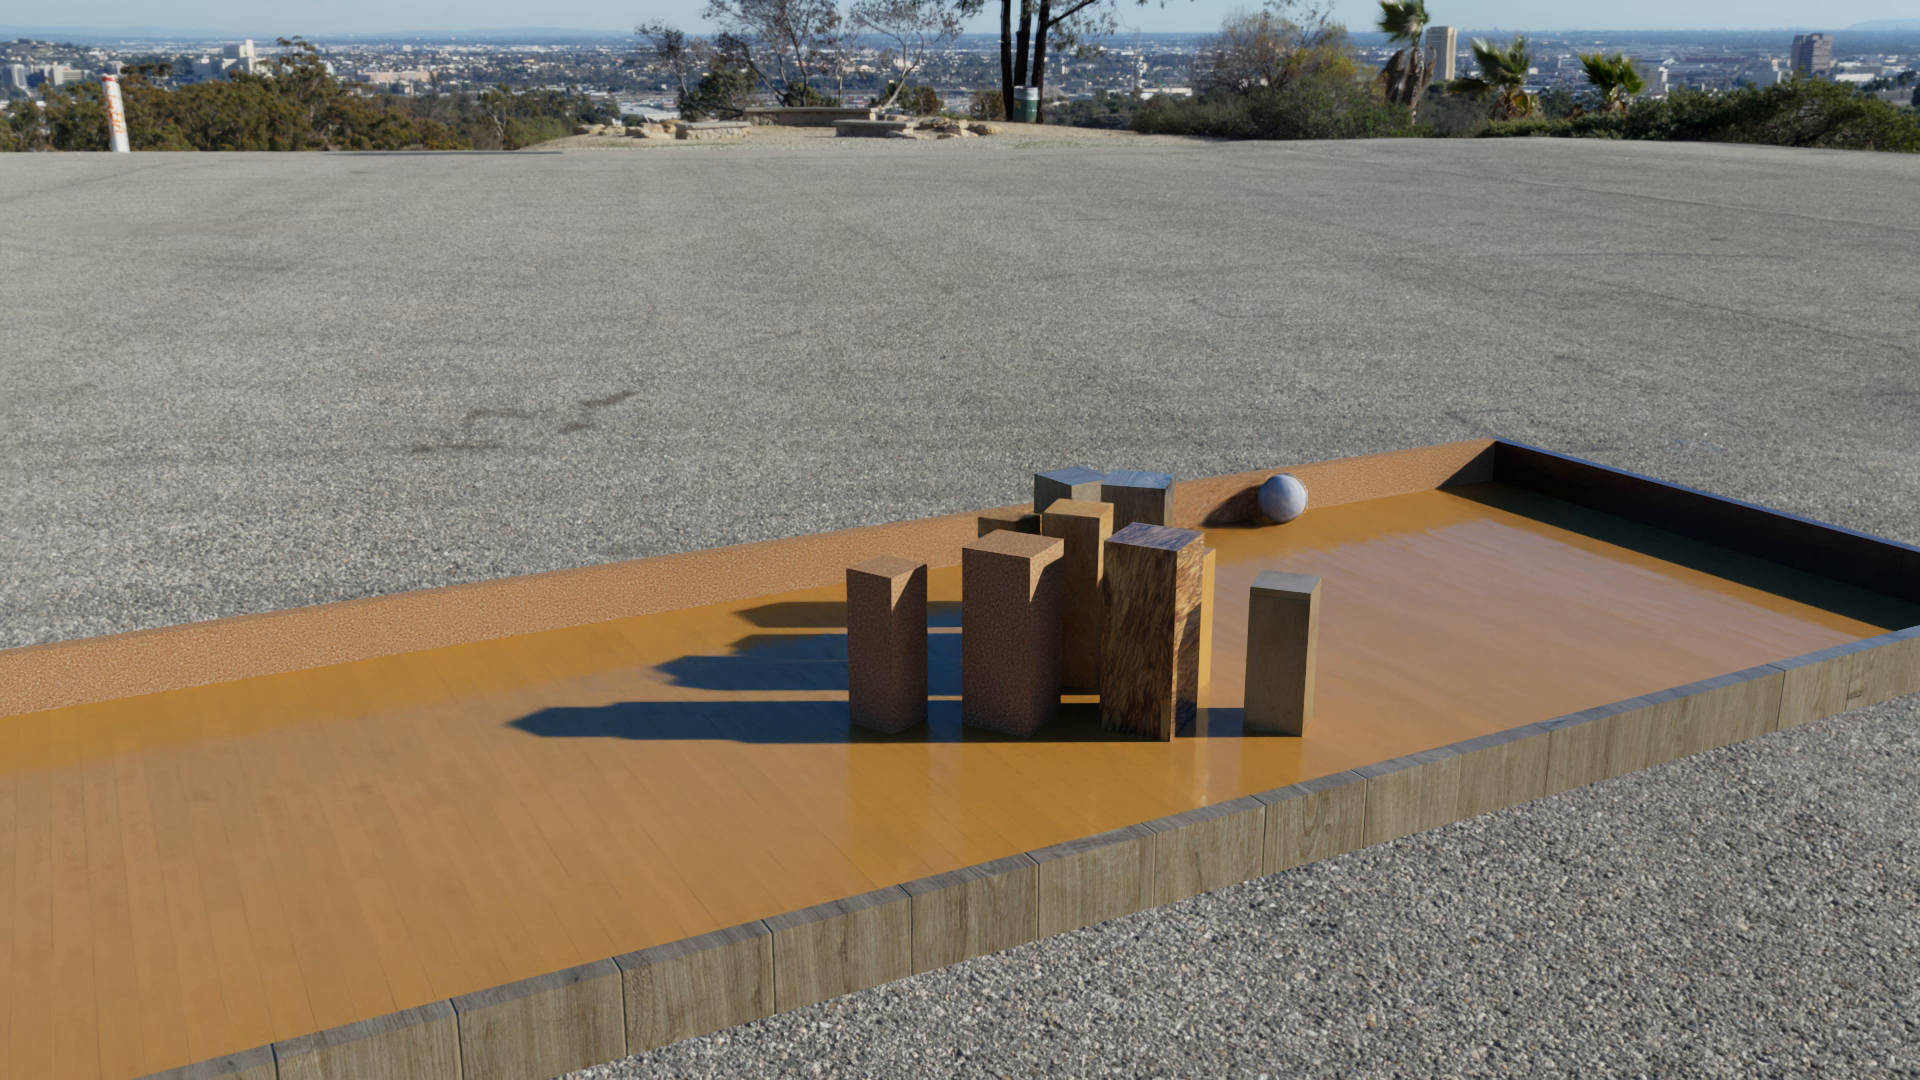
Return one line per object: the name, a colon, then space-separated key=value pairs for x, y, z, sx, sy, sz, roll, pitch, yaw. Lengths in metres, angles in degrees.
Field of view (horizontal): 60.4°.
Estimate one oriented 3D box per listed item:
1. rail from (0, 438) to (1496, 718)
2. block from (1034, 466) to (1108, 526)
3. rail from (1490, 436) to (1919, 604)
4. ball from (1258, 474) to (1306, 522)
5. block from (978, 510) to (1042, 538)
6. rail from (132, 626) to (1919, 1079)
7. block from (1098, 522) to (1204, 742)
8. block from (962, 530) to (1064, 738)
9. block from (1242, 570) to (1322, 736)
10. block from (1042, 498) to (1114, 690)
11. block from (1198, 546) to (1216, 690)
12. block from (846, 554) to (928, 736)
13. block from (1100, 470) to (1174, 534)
rail: x=-3.305 y=0.497 z=3.399 sx=12.000 sy=0.150 sz=0.050 roll=-9 pitch=18 yaw=-27
block: x=0.319 y=0.014 z=4.594 sx=0.164 sy=0.401 sz=0.164 roll=-11 pitch=20 yaw=-34
rail: x=2.466 y=-0.048 z=5.253 sx=0.050 sy=0.150 sz=2.100 roll=-9 pitch=18 yaw=-27
ball: x=1.082 y=-0.139 z=5.540 sx=0.161 sy=0.161 sz=0.161 roll=0 pitch=16 yaw=0
block: x=0.128 y=0.132 z=4.186 sx=0.115 sy=0.394 sz=0.115 roll=8 pitch=14 yaw=37
rail: x=-2.336 y=1.006 z=1.665 sx=12.000 sy=0.150 sz=0.050 roll=-9 pitch=18 yaw=-27
block: x=0.444 y=0.210 z=3.830 sx=0.177 sy=0.456 sz=0.177 roll=8 pitch=18 yaw=26
block: x=0.123 y=0.215 z=3.852 sx=0.173 sy=0.434 sz=0.173 roll=9 pitch=19 yaw=28
block: x=0.750 y=0.262 z=3.844 sx=0.138 sy=0.349 sz=0.138 roll=6 pitch=18 yaw=21
block: x=0.290 y=0.133 z=4.116 sx=0.141 sy=0.442 sz=0.141 roll=6 pitch=17 yaw=18
block: x=0.554 y=0.193 z=4.081 sx=0.109 sy=0.348 sz=0.109 roll=9 pitch=19 yaw=27
block: x=-0.169 y=0.243 z=3.849 sx=0.132 sy=0.382 sz=0.132 roll=12 pitch=20 yaw=35
block: x=0.462 y=0.062 z=4.334 sx=0.164 sy=0.457 sz=0.164 roll=4 pitch=17 yaw=15
